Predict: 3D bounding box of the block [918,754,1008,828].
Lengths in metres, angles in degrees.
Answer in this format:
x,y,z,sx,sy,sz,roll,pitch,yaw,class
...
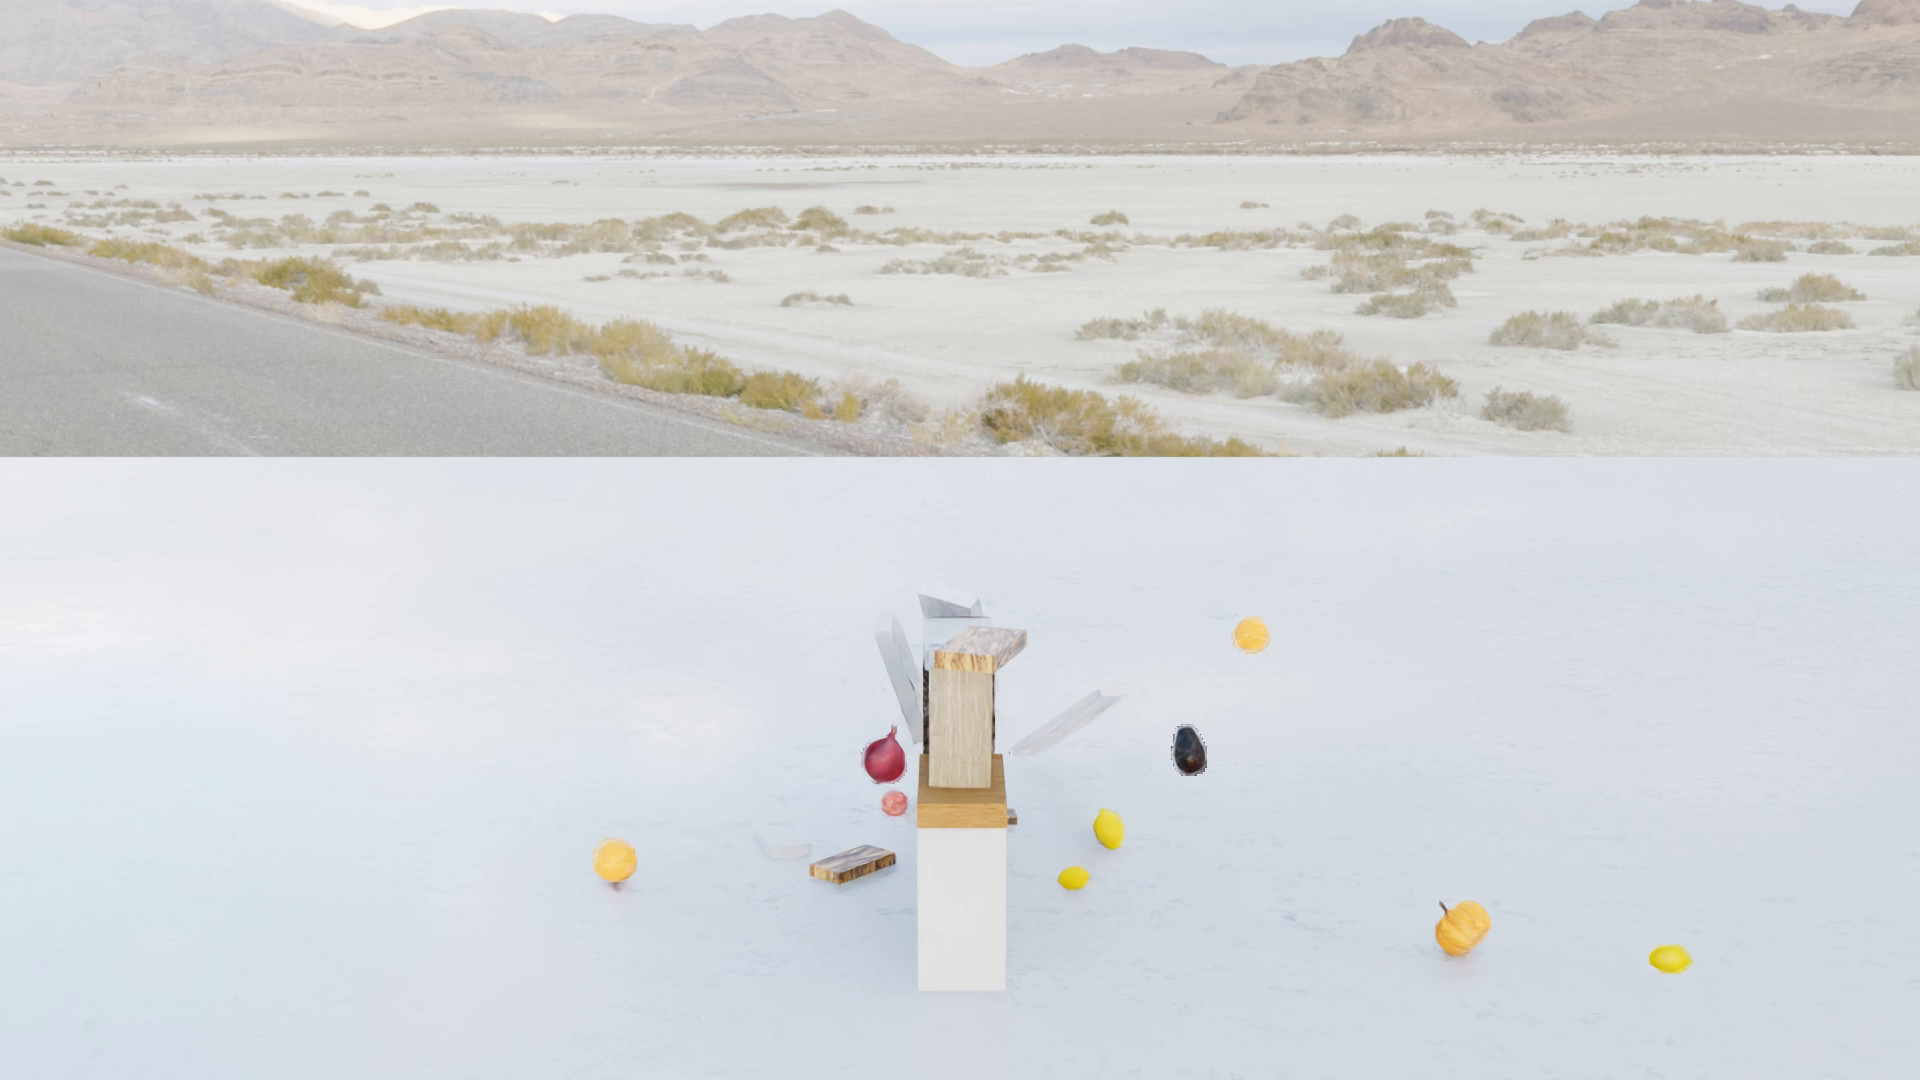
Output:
x,y,z,sx,sy,sz,roll,pitch,yaw,class
0.002,0.375,3.304,0.130,0.037,0.259,0,11,0,block

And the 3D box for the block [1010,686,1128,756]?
x,y,z,sx,sy,sz,roll,pitch,yaw,class
0.214,0.358,4.341,0.072,0.020,0.281,-2,-27,-43,block

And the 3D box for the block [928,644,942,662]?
x,y,z,sx,sy,sz,roll,pitch,yaw,class
-0.001,0.252,3.368,0.091,0.183,0.026,0,10,0,block

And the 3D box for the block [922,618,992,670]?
x,y,z,sx,sy,sz,roll,pitch,yaw,class
-0.002,0.164,3.483,0.112,0.032,0.224,0,10,-2,block

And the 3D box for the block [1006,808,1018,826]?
x,y,z,sx,sy,sz,roll,pitch,yaw,class
0.052,0.511,4.052,0.102,0.014,0.051,-1,11,-5,block

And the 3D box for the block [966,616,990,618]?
x,y,z,sx,sy,sz,roll,pitch,yaw,class
-0.002,0.252,3.643,0.104,0.250,0.029,-1,16,-6,block

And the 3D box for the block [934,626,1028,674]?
x,y,z,sx,sy,sz,roll,pitch,yaw,class
0.032,0.162,3.277,0.091,0.026,0.183,4,11,16,block

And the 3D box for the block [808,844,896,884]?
x,y,z,sx,sy,sz,roll,pitch,yaw,class
-0.185,0.558,3.787,0.072,0.020,0.143,9,14,39,block

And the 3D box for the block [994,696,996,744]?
x,y,z,sx,sy,sz,roll,pitch,yaw,class
0.001,0.274,3.594,0.112,0.224,0.032,0,13,0,block

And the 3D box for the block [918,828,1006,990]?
x,y,z,sx,sy,sz,roll,pitch,yaw,class
0.002,0.536,3.248,0.130,0.259,0.037,0,11,0,block

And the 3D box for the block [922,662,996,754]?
x,y,z,sx,sy,sz,roll,pitch,yaw,class
-0.002,0.346,3.455,0.112,0.315,0.032,0,13,0,block

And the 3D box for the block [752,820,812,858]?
x,y,z,sx,sy,sz,roll,pitch,yaw,class
-0.319,0.533,3.920,0.072,0.020,0.143,-4,11,-19,block

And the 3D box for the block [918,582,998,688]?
x,y,z,sx,sy,sz,roll,pitch,yaw,class
-0.003,0.170,3.715,0.104,0.208,0.029,16,47,29,block

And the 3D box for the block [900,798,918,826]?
x,y,z,sx,sy,sz,roll,pitch,yaw,class
-0.070,0.501,4.056,0.051,0.014,0.102,28,17,12,block

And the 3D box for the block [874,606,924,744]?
x,y,z,sx,sy,sz,roll,pitch,yaw,class
-0.094,0.227,3.705,0.029,0.208,0.104,-17,17,8,block

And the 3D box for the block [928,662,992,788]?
x,y,z,sx,sy,sz,roll,pitch,yaw,class
0.001,0.274,3.245,0.091,0.183,0.026,1,12,0,block

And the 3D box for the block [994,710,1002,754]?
x,y,z,sx,sy,sz,roll,pitch,yaw,class
0.012,0.421,4.013,0.111,0.222,0.031,1,-20,7,block
